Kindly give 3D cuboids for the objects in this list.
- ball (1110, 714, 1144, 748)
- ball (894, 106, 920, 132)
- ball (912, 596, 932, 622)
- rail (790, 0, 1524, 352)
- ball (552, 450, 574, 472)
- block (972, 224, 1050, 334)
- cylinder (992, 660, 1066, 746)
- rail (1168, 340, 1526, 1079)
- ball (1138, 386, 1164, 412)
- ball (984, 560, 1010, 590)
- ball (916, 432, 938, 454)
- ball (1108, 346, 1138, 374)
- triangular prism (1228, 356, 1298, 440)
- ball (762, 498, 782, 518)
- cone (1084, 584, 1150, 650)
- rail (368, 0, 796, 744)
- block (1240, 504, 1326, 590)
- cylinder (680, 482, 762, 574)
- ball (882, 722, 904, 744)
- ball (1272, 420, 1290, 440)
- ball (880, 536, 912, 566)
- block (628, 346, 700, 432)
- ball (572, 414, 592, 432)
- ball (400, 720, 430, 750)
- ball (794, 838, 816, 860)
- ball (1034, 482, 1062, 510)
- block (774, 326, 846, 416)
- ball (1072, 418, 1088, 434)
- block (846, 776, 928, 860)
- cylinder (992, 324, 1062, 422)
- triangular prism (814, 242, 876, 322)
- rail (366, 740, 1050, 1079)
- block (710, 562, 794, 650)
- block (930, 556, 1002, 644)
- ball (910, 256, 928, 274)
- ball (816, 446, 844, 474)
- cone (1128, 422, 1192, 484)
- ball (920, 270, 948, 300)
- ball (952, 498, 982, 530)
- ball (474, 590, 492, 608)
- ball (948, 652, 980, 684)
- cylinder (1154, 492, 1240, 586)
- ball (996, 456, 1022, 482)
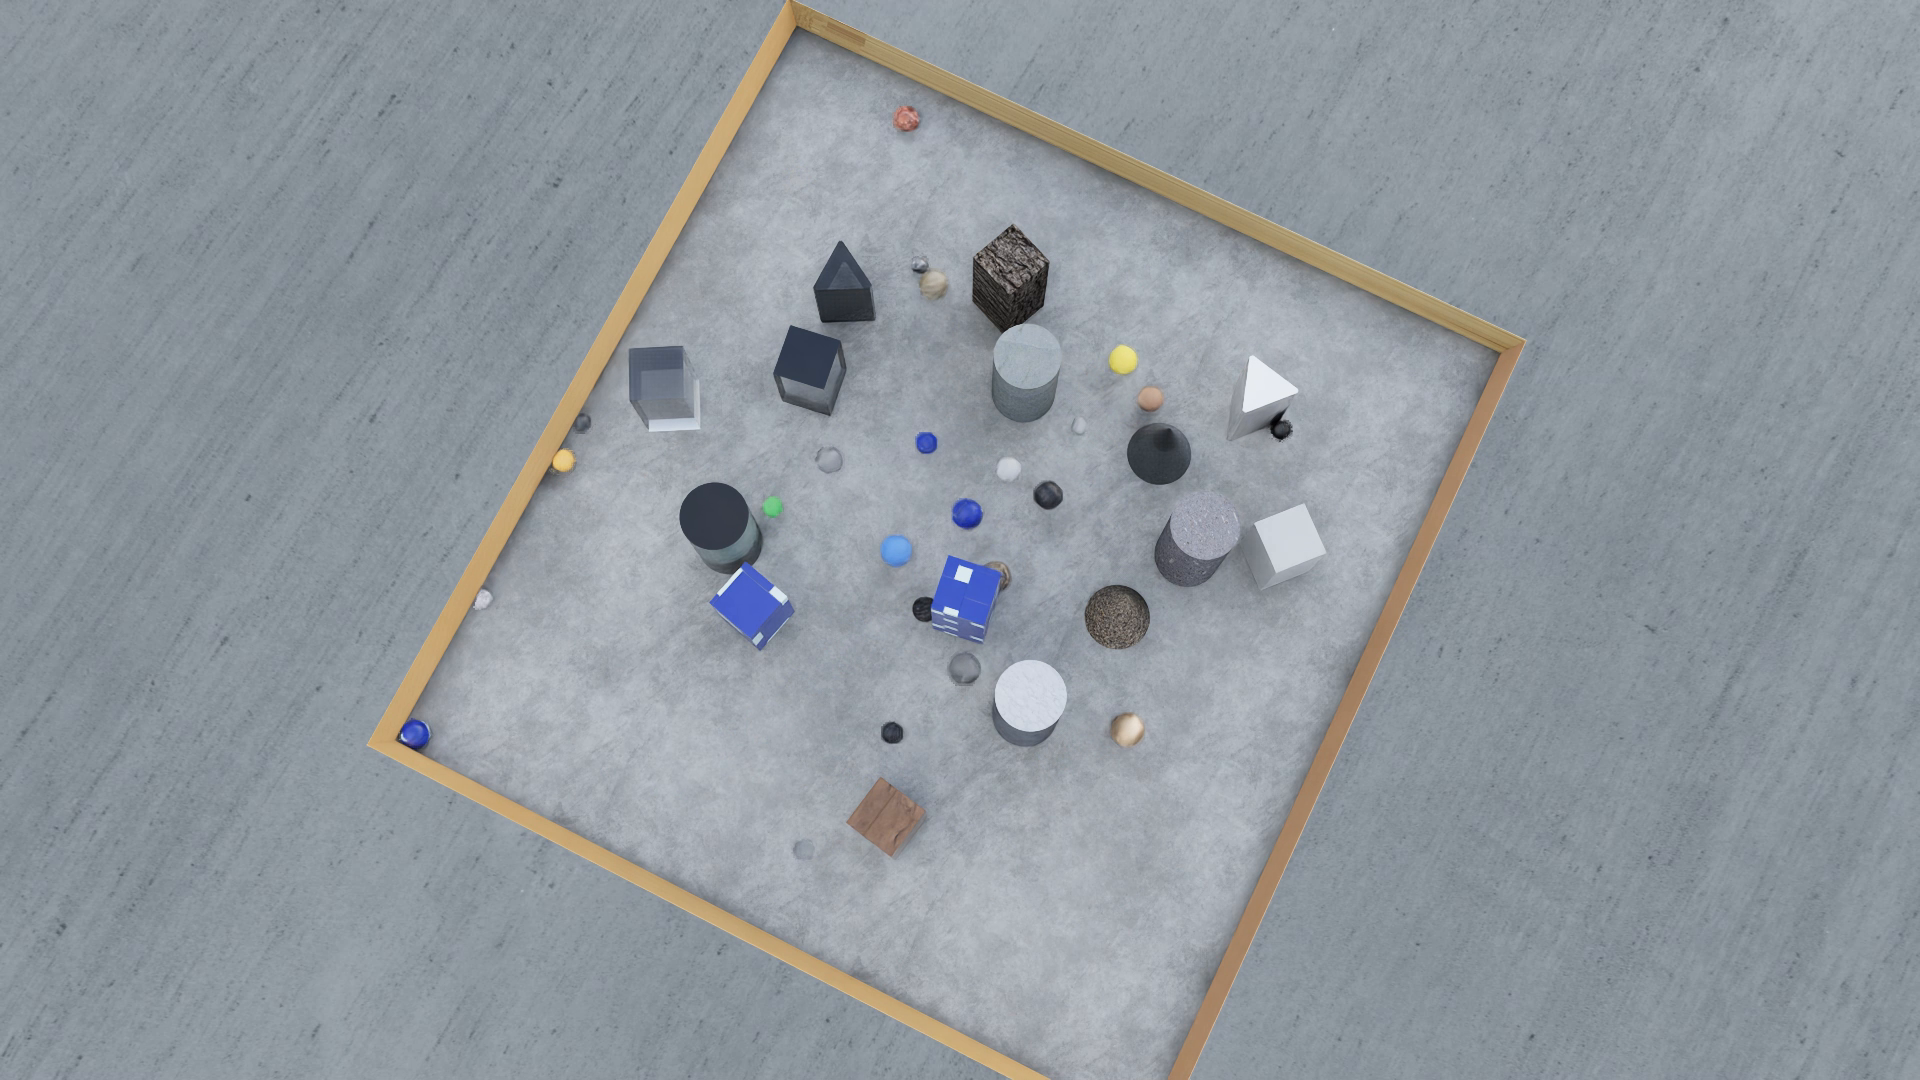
[{"bbox_3d":[0.497,0.566,5.449,0.100,0.100,0.100,0,78,0],"label":"ball"},{"bbox_3d":[-0.169,-1.343,5.853,0.081,0.081,0.081,0,78,0],"label":"ball"},{"bbox_3d":[-0.106,0.209,5.534,0.077,0.077,0.077,0,78,0],"label":"ball"},{"bbox_3d":[0.584,-1.138,5.785,2.552,0.129,0.045,26,80,5],"label":"rail"},{"bbox_3d":[-1.220,-0.243,5.633,0.067,0.067,0.067,0,78,0],"label":"ball"},{"bbox_3d":[0.151,-0.785,5.576,0.159,0.397,0.159,-41,81,-8],"label":"block"},{"bbox_3d":[0.196,0.476,5.287,0.199,0.453,0.199,0,78,0],"label":"cylinder"},{"bbox_3d":[1.120,0.555,5.435,0.045,0.129,2.661,26,80,5],"label":"rail"},{"bbox_3d":[0.589,-0.434,5.666,0.080,0.080,0.080,0,78,0],"label":"ball"},{"bbox_3d":[0.107,0.109,5.547,0.092,0.092,0.092,0,78,0],"label":"ball"},{"bbox_3d":[-0.102,-0.298,5.644,0.067,0.067,0.067,0,78,0],"label":"ball"},{"bbox_3d":[0.505,-0.558,5.687,0.089,0.089,0.089,0,78,0],"label":"ball"},{"bbox_3d":[0.883,-0.440,5.537,0.172,0.335,0.149,-21,79,-4],"label":"triangular prism"},{"bbox_3d":[-0.573,-0.100,5.607,0.060,0.060,0.060,0,78,0],"label":"ball"},{"bbox_3d":[0.478,0.196,5.383,0.199,0.379,0.199,0,78,0],"label":"cone"},{"bbox_3d":[-1.120,-0.542,5.662,0.045,0.129,2.661,26,80,5],"label":"rail"},{"bbox_3d":[0.959,0.024,5.463,0.159,0.291,0.159,-21,79,-4],"label":"block"},{"bbox_3d":[-0.704,-0.030,5.429,0.199,0.379,0.199,0,78,0],"label":"cylinder"},{"bbox_3d":[-0.200,0.576,5.465,0.064,0.064,0.064,0,78,0],"label":"ball"},{"bbox_3d":[0.991,-0.339,5.656,0.059,0.059,0.059,0,78,0],"label":"ball"},{"bbox_3d":[-0.193,0.033,5.560,0.097,0.097,0.097,0,78,0],"label":"ball"},{"bbox_3d":[-0.889,-0.453,5.533,0.159,0.348,0.159,-3,78,-1],"label":"block"},{"bbox_3d":[-1.168,-0.361,5.662,0.058,0.058,0.058,0,78,0],"label":"ball"},{"bbox_3d":[-1.621,0.579,5.452,0.087,0.087,0.087,0,78,0],"label":"ball"},{"bbox_3d":[-0.458,0.912,5.396,0.063,0.063,0.063,0,78,0],"label":"ball"},{"bbox_3d":[0.271,-0.136,5.601,0.086,0.086,0.086,0,78,0],"label":"ball"},{"bbox_3d":[-0.453,-0.512,5.573,0.159,0.294,0.159,17,79,4],"label":"block"},{"bbox_3d":[0.369,-0.354,5.664,0.052,0.052,0.052,0,78,0],"label":"ball"},{"bbox_3d":[-0.207,0.806,5.280,0.159,0.333,0.159,36,81,7],"label":"block"},{"bbox_3d":[0.198,-0.500,5.532,0.199,0.368,0.199,0,78,0],"label":"cylinder"},{"bbox_3d":[-0.354,-0.794,5.626,0.172,0.304,0.149,-3,78,-1],"label":"triangular prism"},{"bbox_3d":[-0.584,1.151,5.311,2.552,0.129,0.045,26,80,5],"label":"rail"},{"bbox_3d":[-0.614,0.199,5.438,0.159,0.270,0.159,40,81,8],"label":"block"},{"bbox_3d":[0.018,0.180,5.382,0.159,0.386,0.159,18,79,4],"label":"block"},{"bbox_3d":[-0.127,-0.864,5.768,0.054,0.054,0.054,0,78,0],"label":"ball"},{"bbox_3d":[-0.401,-0.247,5.624,0.085,0.085,0.085,0,78,0],"label":"ball"},{"bbox_3d":[0.616,-0.298,5.524,0.199,0.302,0.199,0,78,0],"label":"cone"},{"bbox_3d":[-0.082,-0.799,5.736,0.090,0.090,0.090,0,78,0],"label":"ball"},{"bbox_3d":[0.022,-0.078,5.585,0.093,0.093,0.093,0,78,0],"label":"ball"},{"bbox_3d":[-1.447,0.178,5.551,0.056,0.056,0.056,0,78,0],"label":"ball"},{"bbox_3d":[0.015,0.385,5.488,0.096,0.096,0.096,0,78,0],"label":"ball"},{"bbox_3d":[0.694,0.002,5.395,0.199,0.433,0.199,0,78,0],"label":"cylinder"},{"bbox_3d":[0.149,-0.216,5.621,0.079,0.079,0.079,0,78,0],"label":"ball"}]
